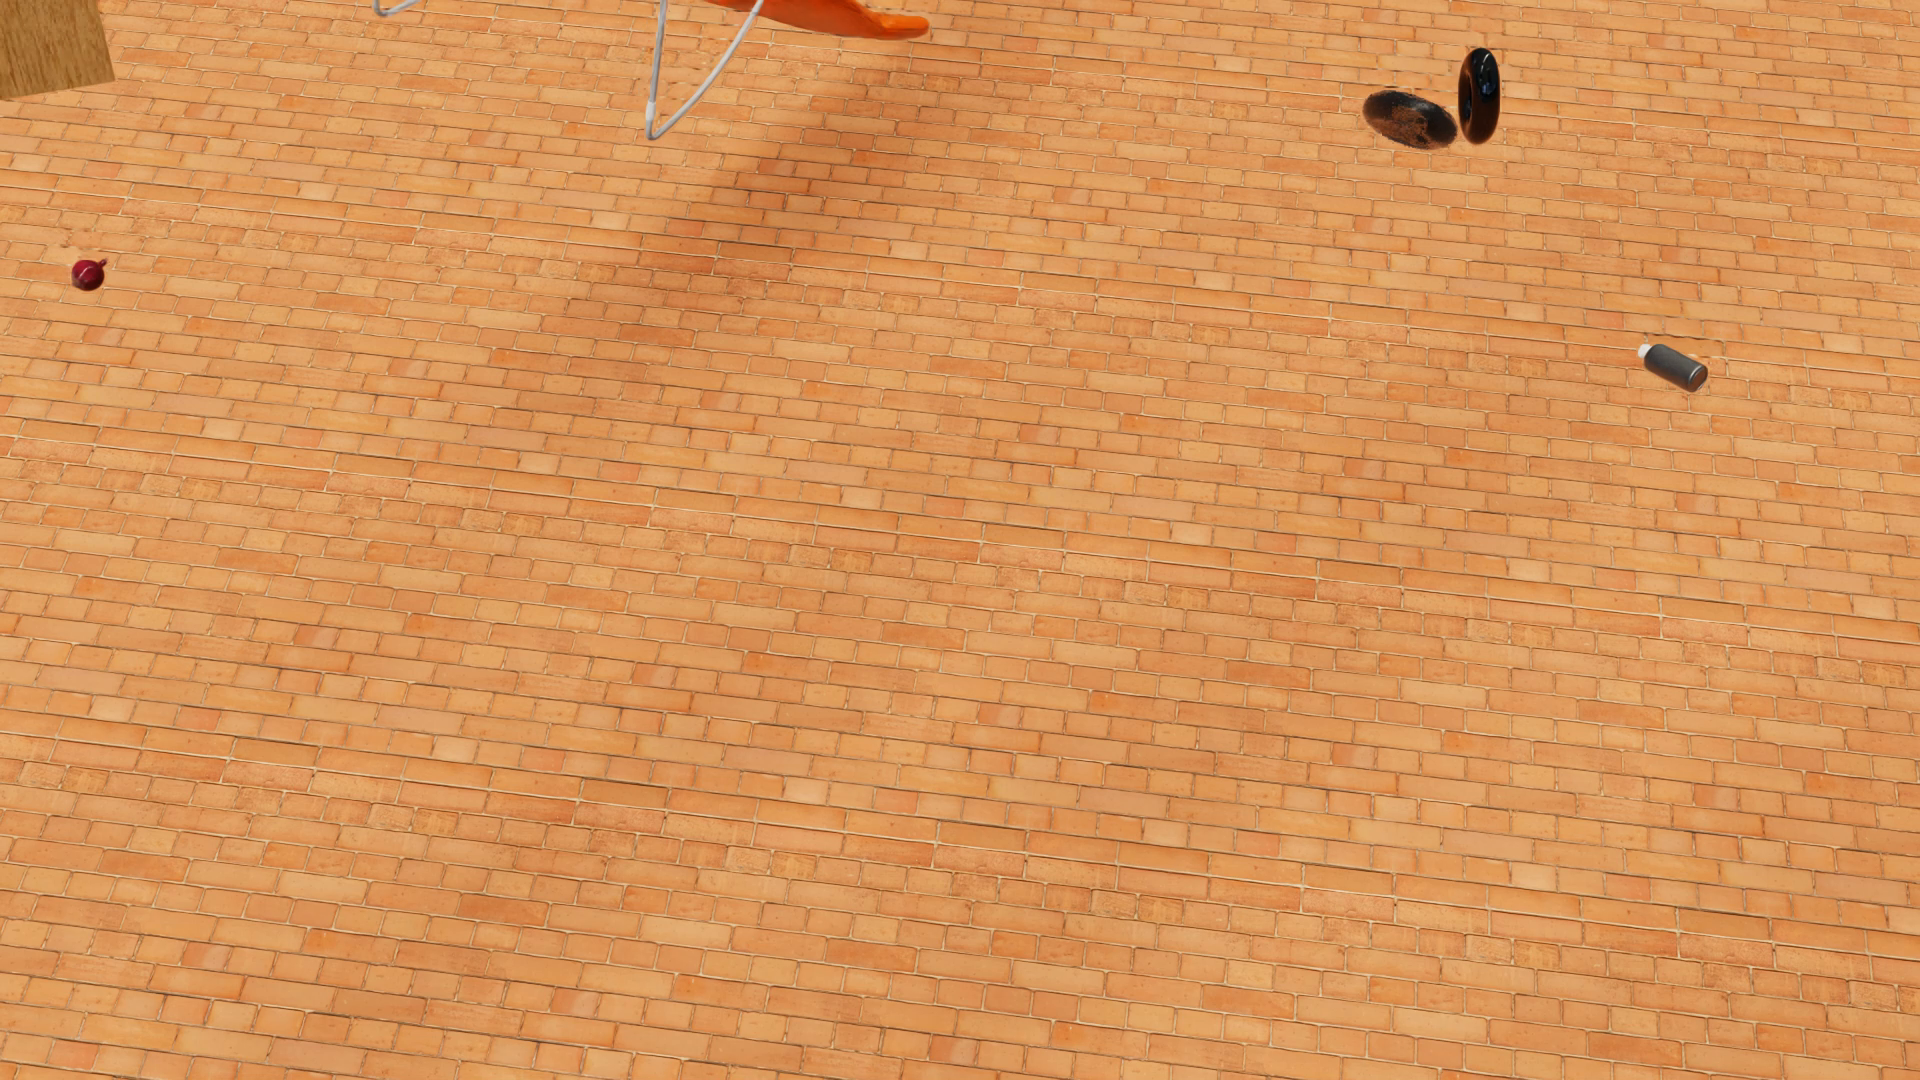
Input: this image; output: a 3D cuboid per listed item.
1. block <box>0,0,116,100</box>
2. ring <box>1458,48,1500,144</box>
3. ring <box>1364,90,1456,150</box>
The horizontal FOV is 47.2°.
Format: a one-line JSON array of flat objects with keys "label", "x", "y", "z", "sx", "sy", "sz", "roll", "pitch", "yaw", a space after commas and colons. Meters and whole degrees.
[{"label": "block", "x": -1.399, "y": -0.810, "z": 3.278, "sx": 0.162, "sy": 0.261, "sz": 0.289, "roll": -17, "pitch": 21, "yaw": -26}, {"label": "ring", "x": 1.021, "y": -0.871, "z": 4.325, "sx": 0.056, "sy": 0.217, "sz": 0.125, "roll": -11, "pitch": 47, "yaw": -2}, {"label": "ring", "x": 0.807, "y": -0.753, "z": 3.945, "sx": 0.171, "sy": 0.200, "sz": 0.053, "roll": 25, "pitch": 89, "yaw": -19}]
